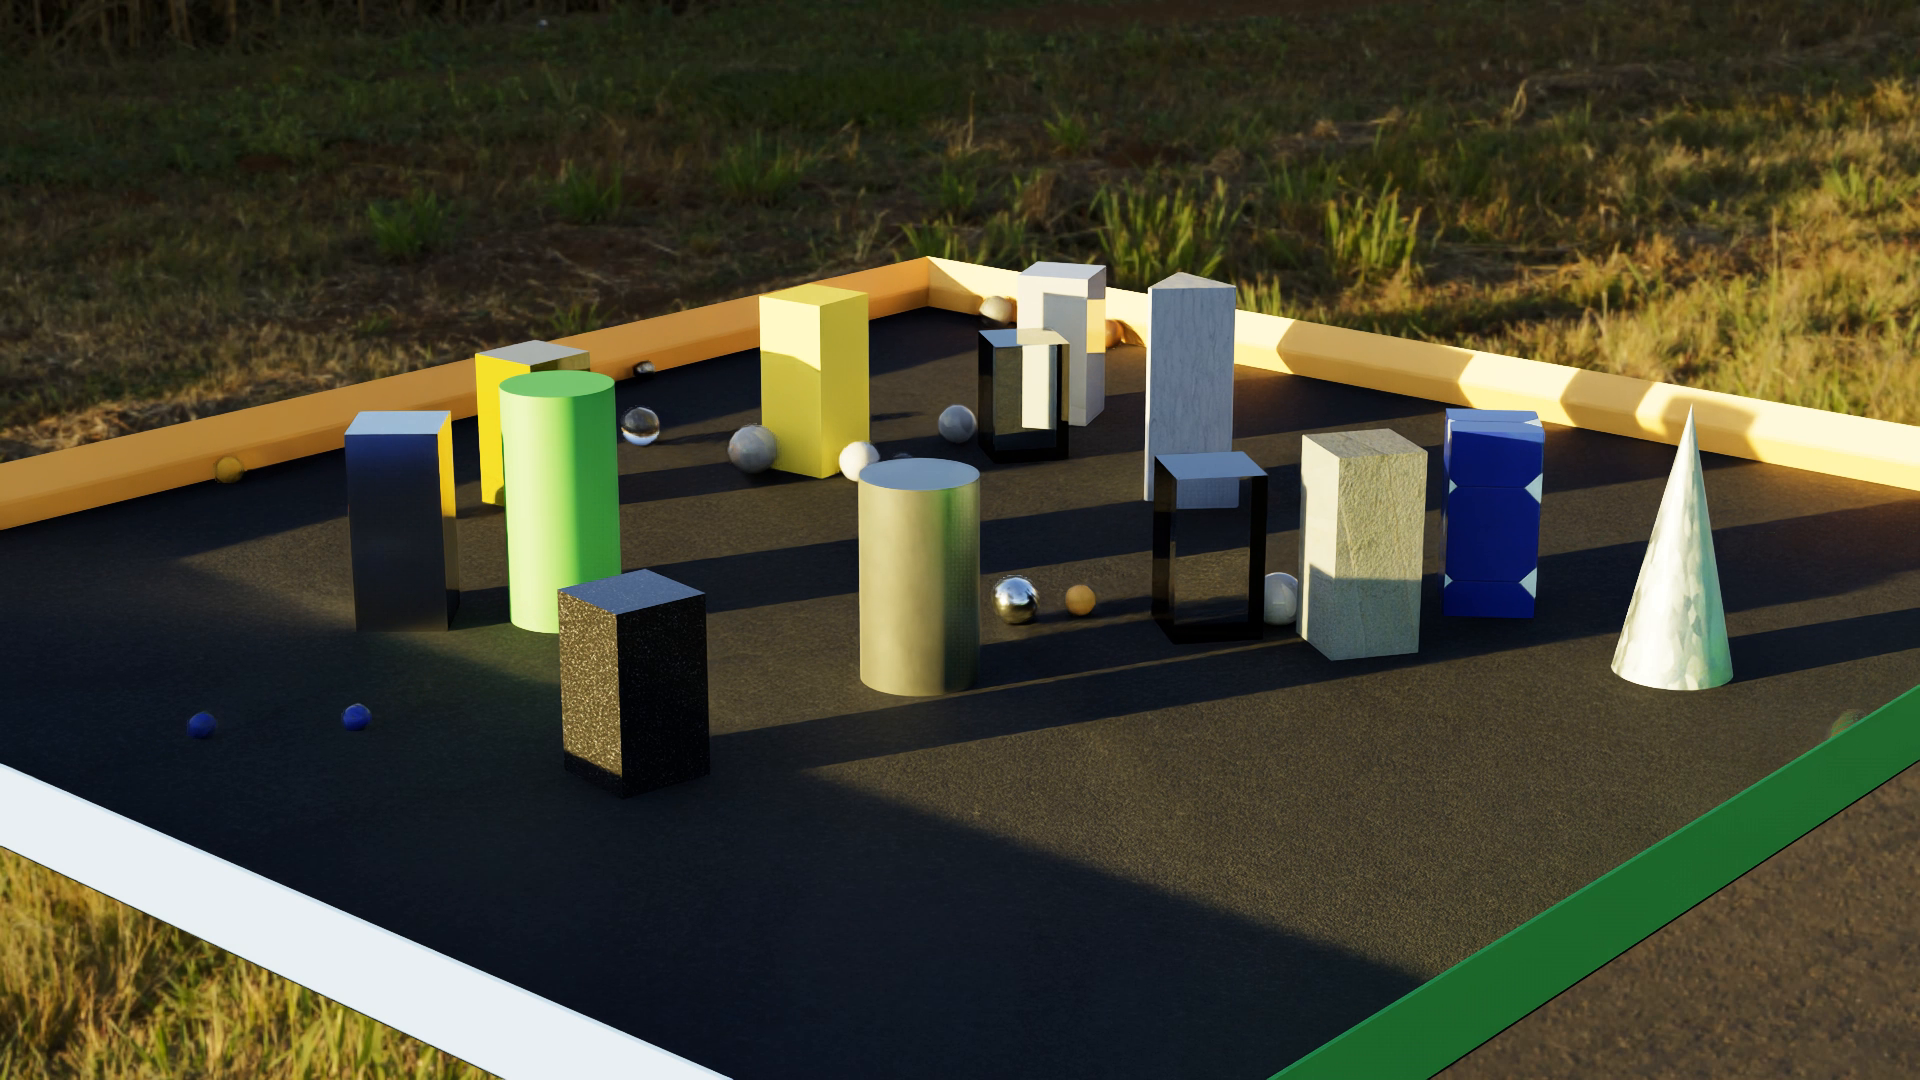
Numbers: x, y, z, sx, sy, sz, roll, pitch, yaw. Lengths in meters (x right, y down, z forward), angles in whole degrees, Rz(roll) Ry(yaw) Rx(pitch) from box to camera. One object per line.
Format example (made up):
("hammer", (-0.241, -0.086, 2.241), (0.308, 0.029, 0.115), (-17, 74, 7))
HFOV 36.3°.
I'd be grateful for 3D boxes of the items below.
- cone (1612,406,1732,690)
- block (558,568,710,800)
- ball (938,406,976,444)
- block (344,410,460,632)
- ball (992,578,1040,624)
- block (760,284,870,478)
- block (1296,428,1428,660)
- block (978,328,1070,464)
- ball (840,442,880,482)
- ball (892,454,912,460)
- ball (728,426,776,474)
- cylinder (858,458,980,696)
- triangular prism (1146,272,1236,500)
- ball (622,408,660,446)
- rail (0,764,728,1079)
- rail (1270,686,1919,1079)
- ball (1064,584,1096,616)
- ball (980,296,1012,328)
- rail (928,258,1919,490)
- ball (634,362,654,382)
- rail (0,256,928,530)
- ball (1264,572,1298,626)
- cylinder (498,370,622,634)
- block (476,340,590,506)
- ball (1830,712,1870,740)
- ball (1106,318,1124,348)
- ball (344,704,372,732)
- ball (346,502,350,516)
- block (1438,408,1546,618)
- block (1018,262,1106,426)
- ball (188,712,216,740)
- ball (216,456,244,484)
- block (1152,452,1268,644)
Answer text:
("cone", (1.153, -0.002, 4.682), (0.192, 0.444, 0.192), (0, 17, 0))
("block", (-0.475, 0.208, 4.272), (0.154, 0.279, 0.154), (-14, 22, -38))
("ball", (-0.005, -0.241, 6.105), (0.079, 0.079, 0.079), (0, 17, 0))
("block", (-0.940, -0.032, 4.956), (0.154, 0.344, 0.154), (0, 17, -2))
("ball", (0.094, 0.103, 4.964), (0.080, 0.080, 0.080), (0, 17, 0))
("block", (-0.291, -0.321, 5.901), (0.154, 0.351, 0.154), (12, 21, 35))
("block", (0.660, 0.006, 4.831), (0.154, 0.342, 0.154), (-5, 17, -15))
("block", (0.129, -0.297, 6.005), (0.154, 0.243, 0.154), (-4, 17, -12))
("ball", (-0.199, -0.156, 5.818), (0.081, 0.081, 0.081), (0, 17, 0))
("ball", (-0.113, -0.147, 5.841), (0.051, 0.051, 0.051), (0, 17, 0))
("ball", (-0.416, -0.180, 5.874), (0.096, 0.096, 0.096), (0, 17, 0))
("cylinder", (-0.064, 0.057, 4.669), (0.192, 0.337, 0.192), (0, 17, 0))
("triangular prism", (0.436, -0.300, 5.712), (0.166, 0.420, 0.144), (-2, 17, -5))
("ball", (-0.662, -0.235, 6.084), (0.079, 0.079, 0.079), (0, 17, 0))
("rail", (-1.120, 0.404, 3.885), (3.225, 0.125, 0.045), (14, 22, 39))
("rail", (1.200, 0.332, 4.123), (0.045, 0.125, 3.464), (14, 22, 39))
("ball", (0.205, 0.103, 5.010), (0.053, 0.053, 0.053), (0, 17, 0))
("ball", (0.088, -0.556, 7.148), (0.080, 0.080, 0.080), (0, 17, 0))
("rail", (1.120, -0.342, 6.355), (3.225, 0.125, 0.045), (14, 22, 39))
("ball", (-0.716, -0.381, 6.630), (0.044, 0.044, 0.044), (0, 17, 0))
("rail", (-1.200, -0.270, 6.118), (0.045, 0.125, 3.464), (14, 22, 39))
("ball", (0.538, 0.100, 4.954), (0.091, 0.091, 0.091), (0, 17, 0))
("cylinder", (-0.673, -0.066, 4.958), (0.192, 0.407, 0.192), (0, 17, 0))
("block", (-0.819, -0.219, 5.660), (0.154, 0.293, 0.154), (14, 21, 38))
("ball", (1.331, 0.291, 4.352), (0.073, 0.073, 0.073), (0, 17, 0))
("ball", (0.353, -0.489, 6.940), (0.070, 0.070, 0.070), (0, 17, 0))
("ball", (-0.919, 0.271, 4.474), (0.042, 0.042, 0.042), (0, 17, 0))
("ball", (-1.117, -0.063, 5.522), (0.076, 0.076, 0.076), (0, 17, 0))
("block", (0.909, -0.047, 5.034), (0.154, 0.326, 0.154), (1, 17, 5))
("block", (0.218, -0.422, 6.292), (0.154, 0.318, 0.154), (5, 18, 17))
("ball", (-1.148, 0.281, 4.441), (0.041, 0.041, 0.041), (0, 17, 0))
("ball", (-1.447, -0.139, 5.807), (0.055, 0.055, 0.055), (0, 17, 0))
("block", (0.416, 0.012, 4.912), (0.154, 0.284, 0.154), (-3, 17, -10))
